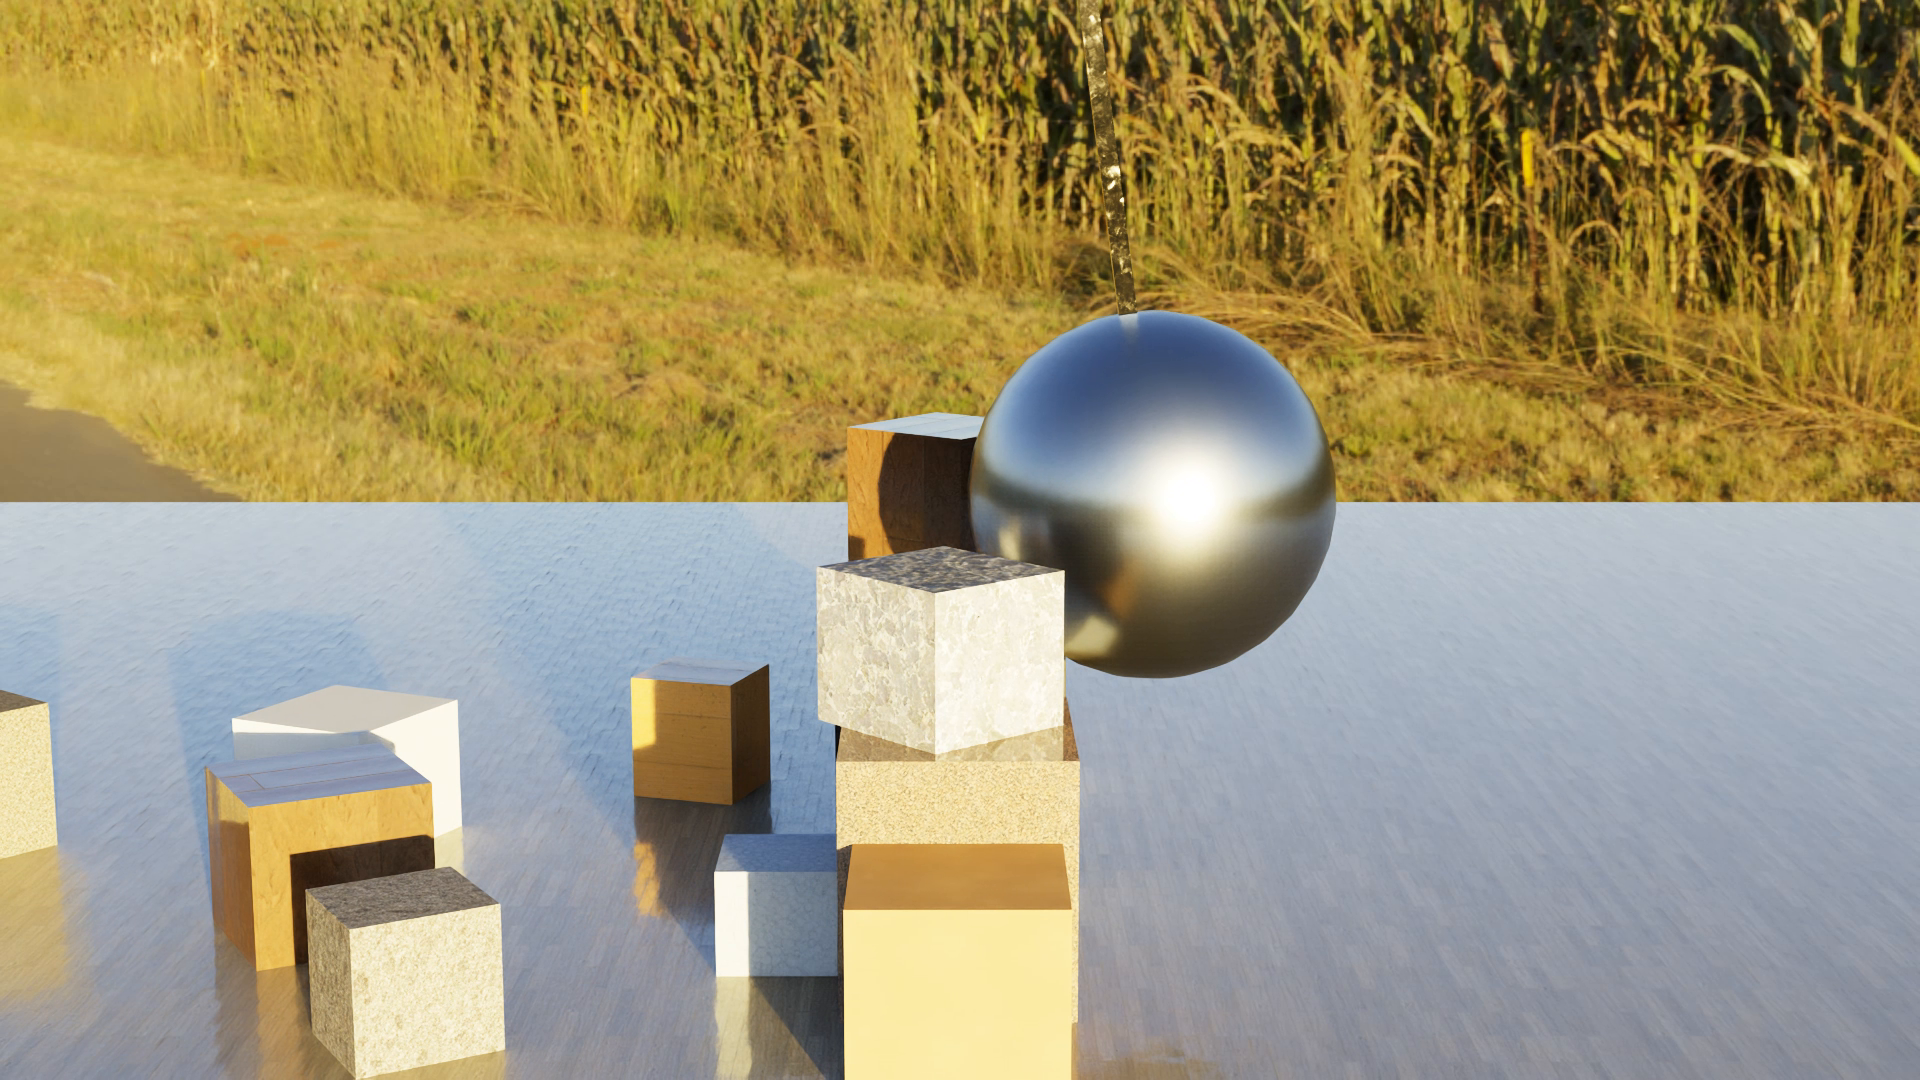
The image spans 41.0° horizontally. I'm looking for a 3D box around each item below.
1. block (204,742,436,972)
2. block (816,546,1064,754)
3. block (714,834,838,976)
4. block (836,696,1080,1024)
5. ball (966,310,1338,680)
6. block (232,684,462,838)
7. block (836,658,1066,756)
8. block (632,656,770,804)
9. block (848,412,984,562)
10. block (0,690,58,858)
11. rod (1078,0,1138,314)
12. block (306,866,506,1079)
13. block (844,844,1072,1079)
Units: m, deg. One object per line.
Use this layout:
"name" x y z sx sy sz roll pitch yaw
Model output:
"block" -2.640 1.290 10.595 0.741 0.671 0.723 -6 12 -29
"block" -0.077 0.410 9.946 0.658 0.610 0.698 -9 14 -41
"block" -0.712 1.463 10.323 0.500 0.428 0.509 0 10 0
"block" -0.011 1.223 10.008 0.895 1.012 0.993 0 10 0
"ball" 0.830 -0.196 11.145 1.600 1.600 1.600 0 10 0
"block" -2.834 1.082 11.902 0.711 0.612 0.728 5 11 25
"block" -0.026 0.912 11.789 1.017 0.988 0.870 0 10 3
"block" -1.281 0.939 12.736 0.525 0.596 0.496 3 11 18
"block" -0.057 -0.150 12.468 0.693 0.822 0.691 8 13 37
"block" -4.597 1.078 11.758 0.644 0.672 0.580 8 13 39
"rod" 0.360 -3.509 10.542 0.080 5.200 0.080 -8 10 1
"block" -2.030 1.570 9.383 0.555 0.554 0.523 -6 12 -30
"block" -0.008 1.535 9.169 0.778 0.699 0.765 0 10 0
